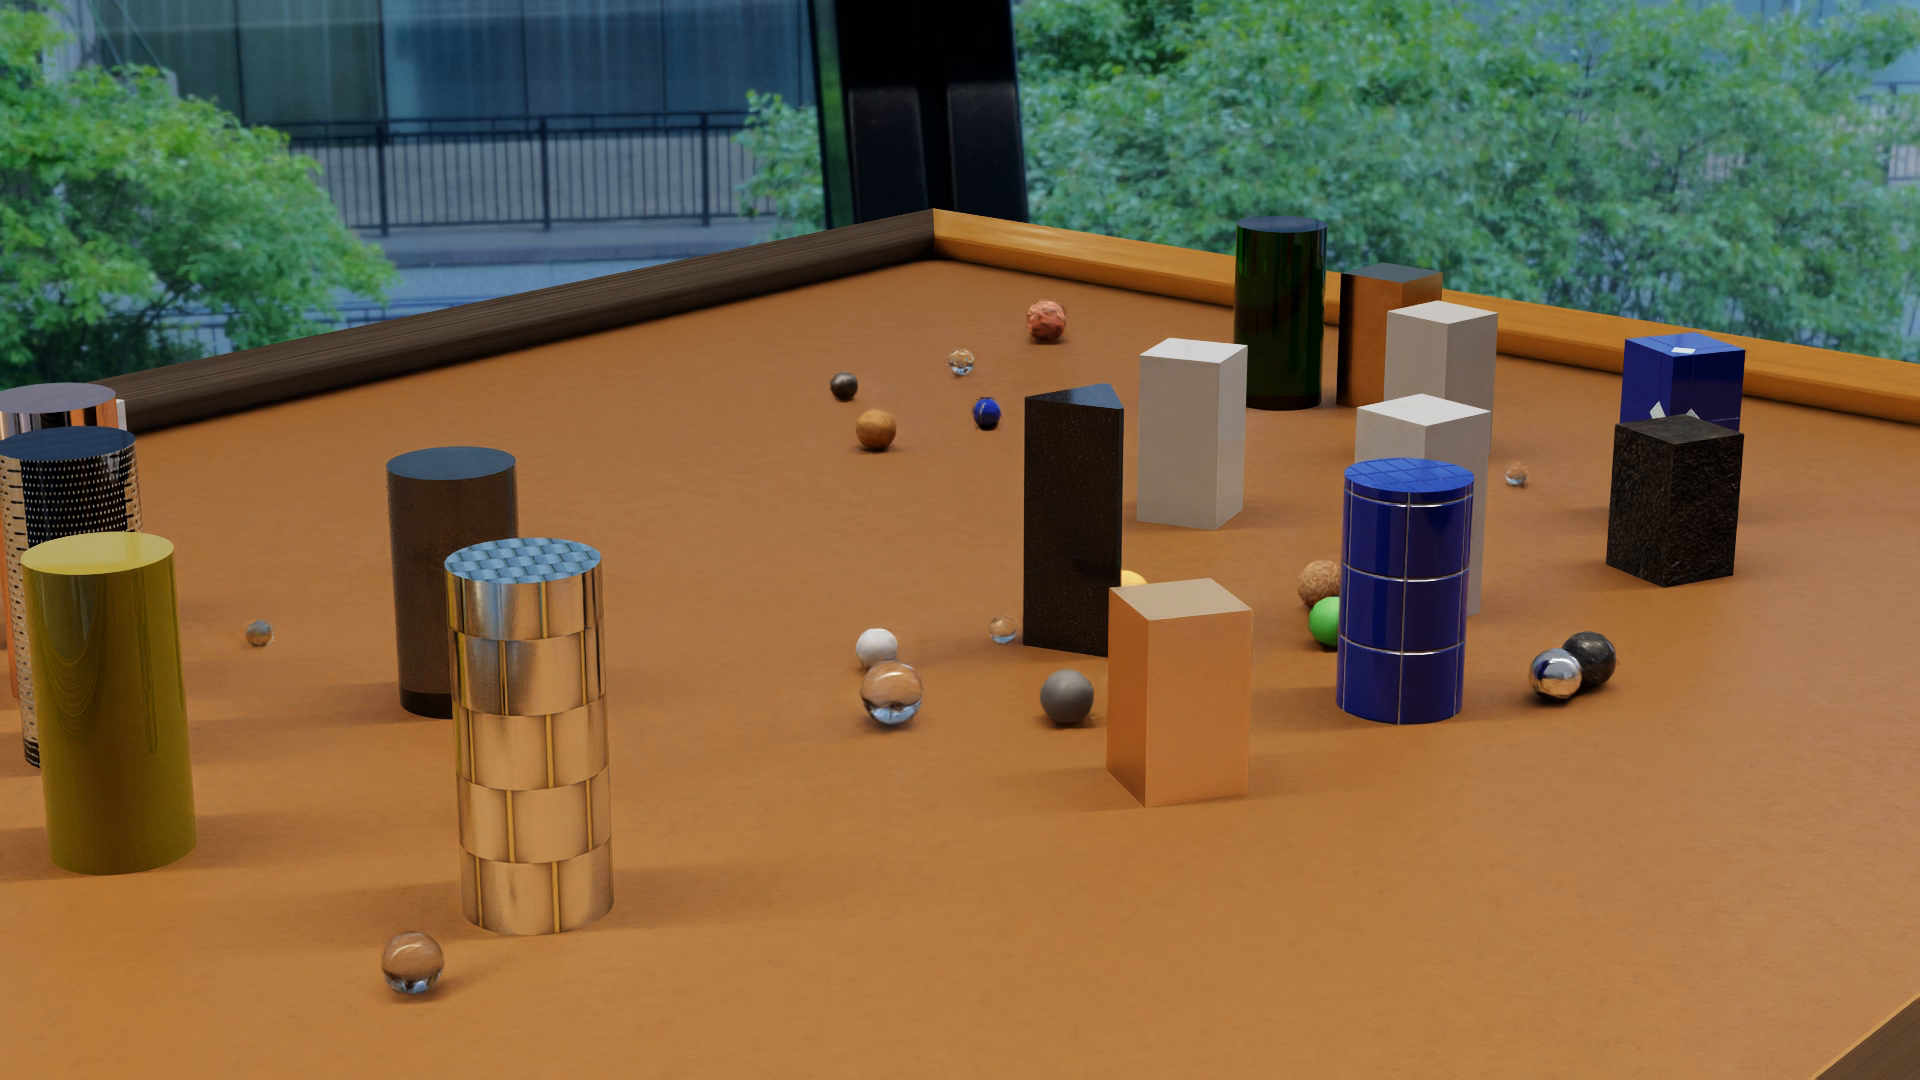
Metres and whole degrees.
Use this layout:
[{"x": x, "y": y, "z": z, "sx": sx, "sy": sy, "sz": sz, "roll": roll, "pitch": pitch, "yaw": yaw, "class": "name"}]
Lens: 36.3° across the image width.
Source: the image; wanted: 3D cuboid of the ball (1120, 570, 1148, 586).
[{"x": 0.282, "y": 0.095, "z": 4.988, "sx": 0.086, "sy": 0.086, "sz": 0.086, "roll": 0, "pitch": 17, "yaw": 0, "class": "ball"}]

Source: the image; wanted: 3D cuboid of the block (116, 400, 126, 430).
[{"x": -1.506, "y": -0.042, "z": 4.943, "sx": 0.158, "sy": 0.374, "sz": 0.158, "roll": 5, "pitch": 17, "yaw": 16, "class": "block"}]

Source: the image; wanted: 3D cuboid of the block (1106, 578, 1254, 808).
[{"x": 0.315, "y": 0.219, "z": 4.239, "sx": 0.158, "sy": 0.281, "sz": 0.158, "roll": -5, "pitch": 18, "yaw": -17, "class": "block"}]

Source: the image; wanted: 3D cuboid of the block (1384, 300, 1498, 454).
[{"x": 0.981, "y": -0.321, "z": 6.004, "sx": 0.158, "sy": 0.297, "sz": 0.158, "roll": -14, "pitch": 22, "yaw": -39, "class": "block"}]

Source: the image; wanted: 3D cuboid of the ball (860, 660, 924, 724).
[{"x": -0.105, "y": 0.234, "z": 4.505, "sx": 0.099, "sy": 0.099, "sz": 0.099, "roll": 0, "pitch": 17, "yaw": 0, "class": "ball"}]

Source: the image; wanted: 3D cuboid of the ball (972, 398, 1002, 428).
[{"x": 0.057, "y": -0.271, "z": 6.246, "sx": 0.061, "sy": 0.061, "sz": 0.061, "roll": 0, "pitch": 17, "yaw": 0, "class": "ball"}]

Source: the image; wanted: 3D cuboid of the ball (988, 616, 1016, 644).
[{"x": 0.070, "y": 0.149, "z": 4.879, "sx": 0.046, "sy": 0.046, "sz": 0.046, "roll": 0, "pitch": 17, "yaw": 0, "class": "ball"}]

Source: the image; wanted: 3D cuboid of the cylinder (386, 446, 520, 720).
[{"x": -0.784, "y": 0.065, "z": 4.573, "sx": 0.198, "sy": 0.384, "sz": 0.198, "roll": 0, "pitch": 17, "yaw": 0, "class": "cylinder"}]

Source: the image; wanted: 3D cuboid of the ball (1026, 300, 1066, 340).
[{"x": 0.207, "y": -0.526, "z": 7.030, "sx": 0.097, "sy": 0.097, "sz": 0.097, "roll": 0, "pitch": 17, "yaw": 0, "class": "ball"}]

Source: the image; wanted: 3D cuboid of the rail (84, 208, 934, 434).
[{"x": -1.528, "y": -0.350, "z": 6.390, "sx": 0.045, "sy": 0.129, "sz": 4.490, "roll": 14, "pitch": 22, "yaw": 39, "class": "rail"}]

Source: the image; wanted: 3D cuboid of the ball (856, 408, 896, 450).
[{"x": -0.174, "y": -0.229, "z": 6.069, "sx": 0.084, "sy": 0.084, "sz": 0.084, "roll": 0, "pitch": 17, "yaw": 0, "class": "ball"}]

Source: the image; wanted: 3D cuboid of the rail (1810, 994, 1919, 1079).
[{"x": 1.528, "y": 0.415, "z": 3.850, "sx": 0.045, "sy": 0.129, "sz": 4.490, "roll": 14, "pitch": 22, "yaw": 39, "class": "rail"}]

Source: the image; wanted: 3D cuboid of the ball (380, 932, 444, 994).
[{"x": -0.672, "y": 0.519, "z": 3.600, "sx": 0.076, "sy": 0.076, "sz": 0.076, "roll": 0, "pitch": 17, "yaw": 0, "class": "ball"}]

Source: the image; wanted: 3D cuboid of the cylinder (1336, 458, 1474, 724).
[{"x": 0.689, "y": 0.078, "z": 4.550, "sx": 0.198, "sy": 0.372, "sz": 0.198, "roll": 0, "pitch": 17, "yaw": 0, "class": "cylinder"}]

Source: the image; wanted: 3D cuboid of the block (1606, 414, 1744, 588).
[{"x": 1.276, "y": -0.072, "z": 5.237, "sx": 0.158, "sy": 0.262, "sz": 0.158, "roll": -9, "pitch": 19, "yaw": -26, "class": "block"}]

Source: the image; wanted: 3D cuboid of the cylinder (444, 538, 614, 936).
[{"x": -0.555, "y": 0.253, "z": 3.793, "sx": 0.198, "sy": 0.474, "sz": 0.198, "roll": 0, "pitch": 17, "yaw": 0, "class": "cylinder"}]

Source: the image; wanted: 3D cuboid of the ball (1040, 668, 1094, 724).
[{"x": 0.165, "y": 0.240, "z": 4.512, "sx": 0.083, "sy": 0.083, "sz": 0.083, "roll": 0, "pitch": 17, "yaw": 0, "class": "ball"}]

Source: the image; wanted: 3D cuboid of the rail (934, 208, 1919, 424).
[{"x": 1.456, "y": -0.452, "z": 6.726, "sx": 4.094, "sy": 0.129, "sz": 0.045, "roll": 14, "pitch": 22, "yaw": 39, "class": "rail"}]

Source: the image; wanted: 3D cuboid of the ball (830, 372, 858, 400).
[{"x": -0.256, "y": -0.340, "z": 6.474, "sx": 0.062, "sy": 0.062, "sz": 0.062, "roll": 0, "pitch": 17, "yaw": 0, "class": "ball"}]

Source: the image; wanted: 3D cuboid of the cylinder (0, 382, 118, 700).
[{"x": -1.411, "y": 0.006, "z": 4.614, "sx": 0.198, "sy": 0.473, "sz": 0.198, "roll": 0, "pitch": 17, "yaw": 0, "class": "cylinder"}]

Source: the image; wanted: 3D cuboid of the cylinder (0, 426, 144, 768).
[{"x": -1.304, "y": 0.086, "z": 4.343, "sx": 0.198, "sy": 0.476, "sz": 0.198, "roll": 0, "pitch": 17, "yaw": 0, "class": "cylinder"}]

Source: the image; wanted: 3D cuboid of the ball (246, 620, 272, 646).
[{"x": -1.163, "y": 0.155, "z": 4.865, "sx": 0.042, "sy": 0.042, "sz": 0.042, "roll": 0, "pitch": 17, "yaw": 0, "class": "ball"}]

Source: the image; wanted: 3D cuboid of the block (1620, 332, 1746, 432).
[{"x": 1.363, "y": -0.207, "z": 5.560, "sx": 0.158, "sy": 0.336, "sz": 0.158, "roll": -6, "pitch": 18, "yaw": -20, "class": "block"}]

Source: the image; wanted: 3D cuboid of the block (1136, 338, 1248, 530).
[{"x": 0.441, "y": -0.203, "z": 5.566, "sx": 0.158, "sy": 0.323, "sz": 0.158, "roll": 7, "pitch": 18, "yaw": 23, "class": "block"}]

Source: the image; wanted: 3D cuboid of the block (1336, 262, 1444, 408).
[{"x": 0.938, "y": -0.441, "z": 6.408, "sx": 0.158, "sy": 0.293, "sz": 0.158, "roll": 15, "pitch": 22, "yaw": 40, "class": "block"}]

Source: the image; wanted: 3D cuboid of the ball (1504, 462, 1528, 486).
[{"x": 1.102, "y": -0.131, "z": 5.809, "sx": 0.045, "sy": 0.045, "sz": 0.045, "roll": 0, "pitch": 17, "yaw": 0, "class": "ball"}]

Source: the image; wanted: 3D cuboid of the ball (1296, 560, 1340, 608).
[{"x": 0.623, "y": 0.078, "z": 5.042, "sx": 0.088, "sy": 0.088, "sz": 0.088, "roll": 0, "pitch": 17, "yaw": 0, "class": "ball"}]

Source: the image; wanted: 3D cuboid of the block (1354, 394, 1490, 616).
[{"x": 0.783, "y": -0.049, "z": 4.998, "sx": 0.158, "sy": 0.357, "sz": 0.158, "roll": -13, "pitch": 21, "yaw": -36, "class": "block"}]

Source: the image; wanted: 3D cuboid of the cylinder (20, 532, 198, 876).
[{"x": -1.154, "y": 0.220, "z": 3.986, "sx": 0.198, "sy": 0.425, "sz": 0.198, "roll": 0, "pitch": 17, "yaw": 0, "class": "cylinder"}]

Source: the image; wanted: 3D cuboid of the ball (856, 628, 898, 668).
[{"x": -0.134, "y": 0.176, "z": 4.749, "sx": 0.068, "sy": 0.068, "sz": 0.068, "roll": 0, "pitch": 17, "yaw": 0, "class": "ball"}]

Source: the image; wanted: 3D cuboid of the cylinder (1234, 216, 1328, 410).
[{"x": 0.699, "y": -0.498, "z": 6.424, "sx": 0.198, "sy": 0.393, "sz": 0.198, "roll": 0, "pitch": 17, "yaw": 0, "class": "cylinder"}]

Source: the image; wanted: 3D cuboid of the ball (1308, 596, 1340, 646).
[{"x": 0.620, "y": 0.135, "z": 4.862, "sx": 0.083, "sy": 0.083, "sz": 0.083, "roll": 0, "pitch": 17, "yaw": 0, "class": "ball"}]

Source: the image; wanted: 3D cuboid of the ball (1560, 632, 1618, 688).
[{"x": 0.999, "y": 0.190, "z": 4.664, "sx": 0.091, "sy": 0.091, "sz": 0.091, "roll": 0, "pitch": 17, "yaw": 0, "class": "ball"}]

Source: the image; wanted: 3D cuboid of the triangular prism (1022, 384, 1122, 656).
[{"x": 0.212, "y": -0.038, "z": 4.847, "sx": 0.171, "sy": 0.422, "sz": 0.148, "roll": 8, "pitch": 18, "yaw": 24, "class": "triangular prism"}]

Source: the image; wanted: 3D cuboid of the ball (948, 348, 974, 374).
[{"x": 0.004, "y": -0.408, "z": 6.701, "sx": 0.060, "sy": 0.060, "sz": 0.060, "roll": 0, "pitch": 17, "yaw": 0, "class": "ball"}]

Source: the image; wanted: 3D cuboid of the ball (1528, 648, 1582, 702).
[{"x": 0.935, "y": 0.212, "z": 4.606, "sx": 0.083, "sy": 0.083, "sz": 0.083, "roll": 0, "pitch": 17, "yaw": 0, "class": "ball"}]
